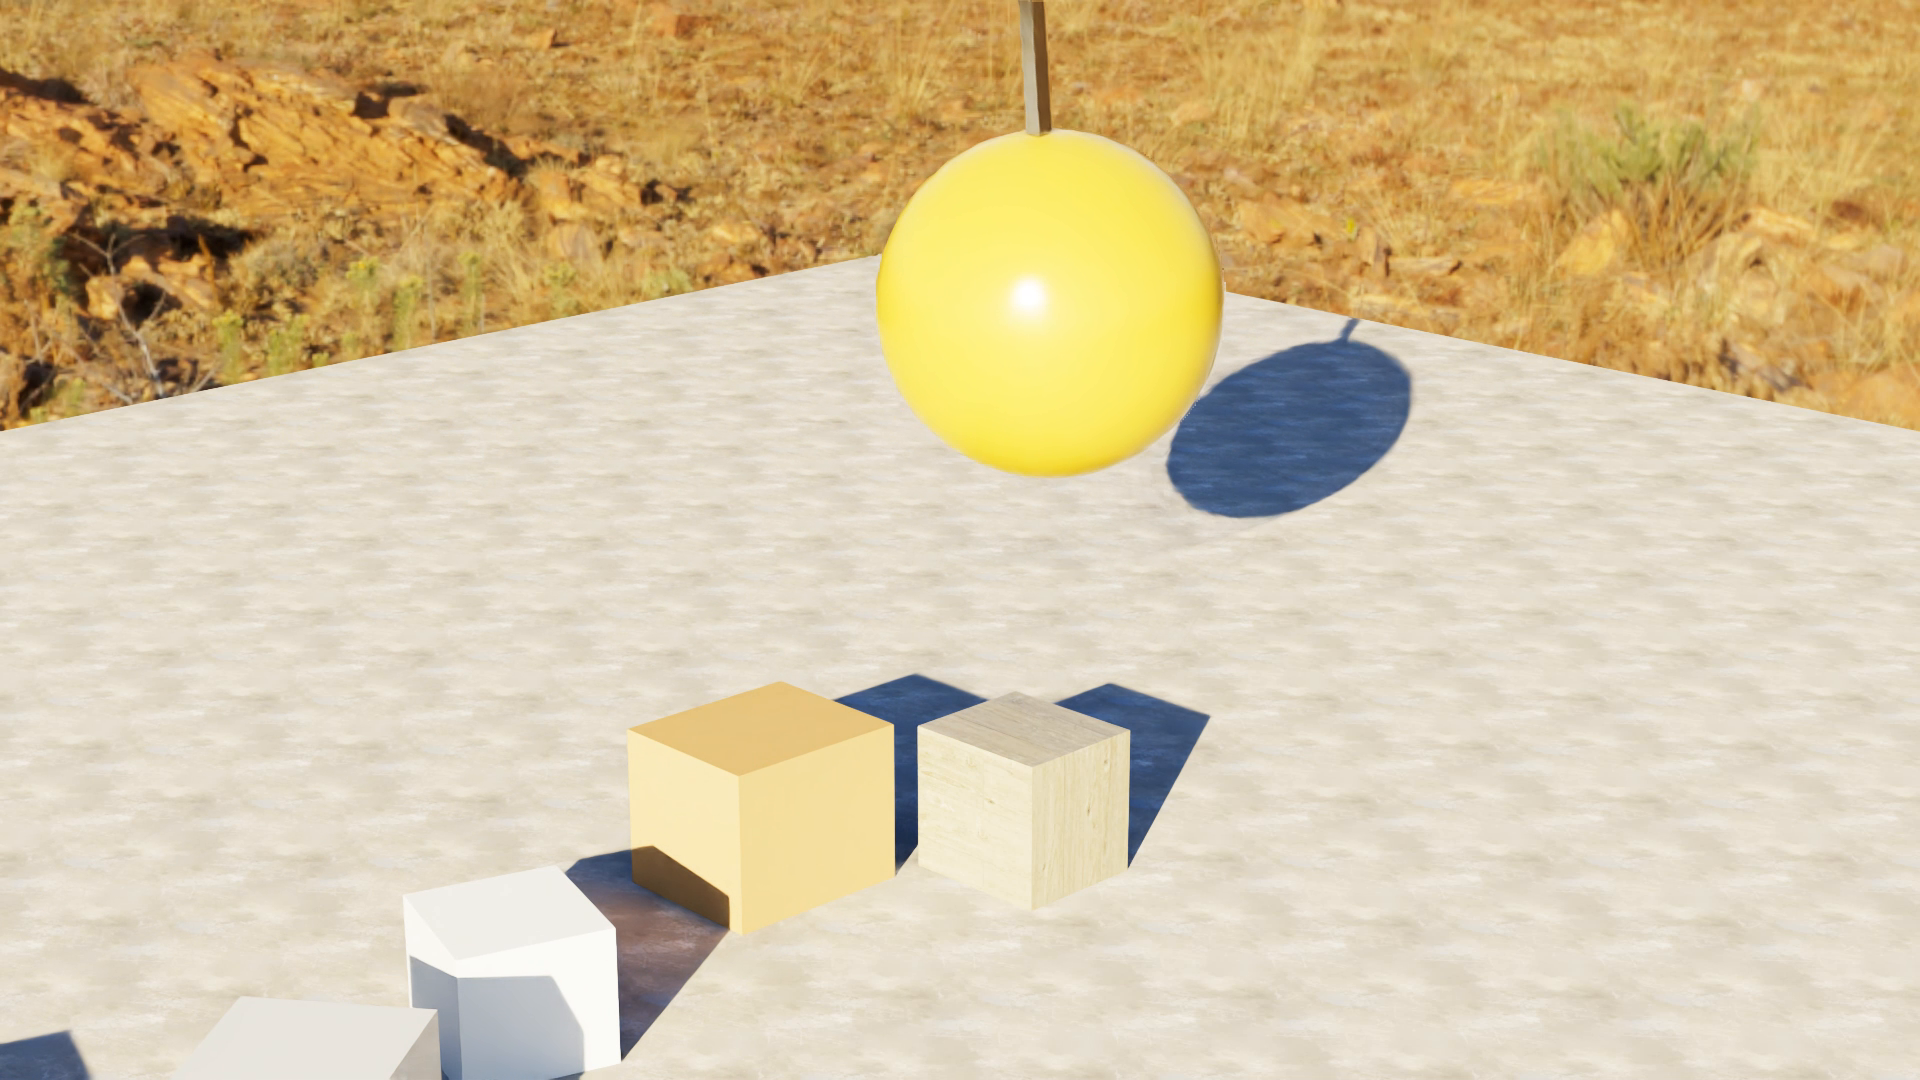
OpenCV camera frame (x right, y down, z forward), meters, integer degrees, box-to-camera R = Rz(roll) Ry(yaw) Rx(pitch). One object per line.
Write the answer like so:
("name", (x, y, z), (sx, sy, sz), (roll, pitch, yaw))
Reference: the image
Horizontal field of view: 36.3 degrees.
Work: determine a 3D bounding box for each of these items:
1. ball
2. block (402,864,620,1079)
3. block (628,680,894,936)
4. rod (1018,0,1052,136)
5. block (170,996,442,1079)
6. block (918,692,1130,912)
("ball", (0.409, -1.080, 13.432), (1.600, 1.600, 1.600), (0, 17, 0))
("block", (-1.801, 1.759, 11.762), (0.649, 0.591, 0.687), (-9, 19, -26))
("block", (-0.896, 1.196, 13.292), (0.904, 0.748, 0.783), (-16, 23, -41))
("rod", (0.177, -4.238, 12.196), (0.080, 5.200, 0.080), (17, 30, 42))
("block", (-2.275, 2.135, 10.251), (0.733, 0.779, 0.735), (3, 18, 8))
("block", (0.290, 1.183, 13.429), (0.642, 0.689, 0.720), (-17, 24, -42))
